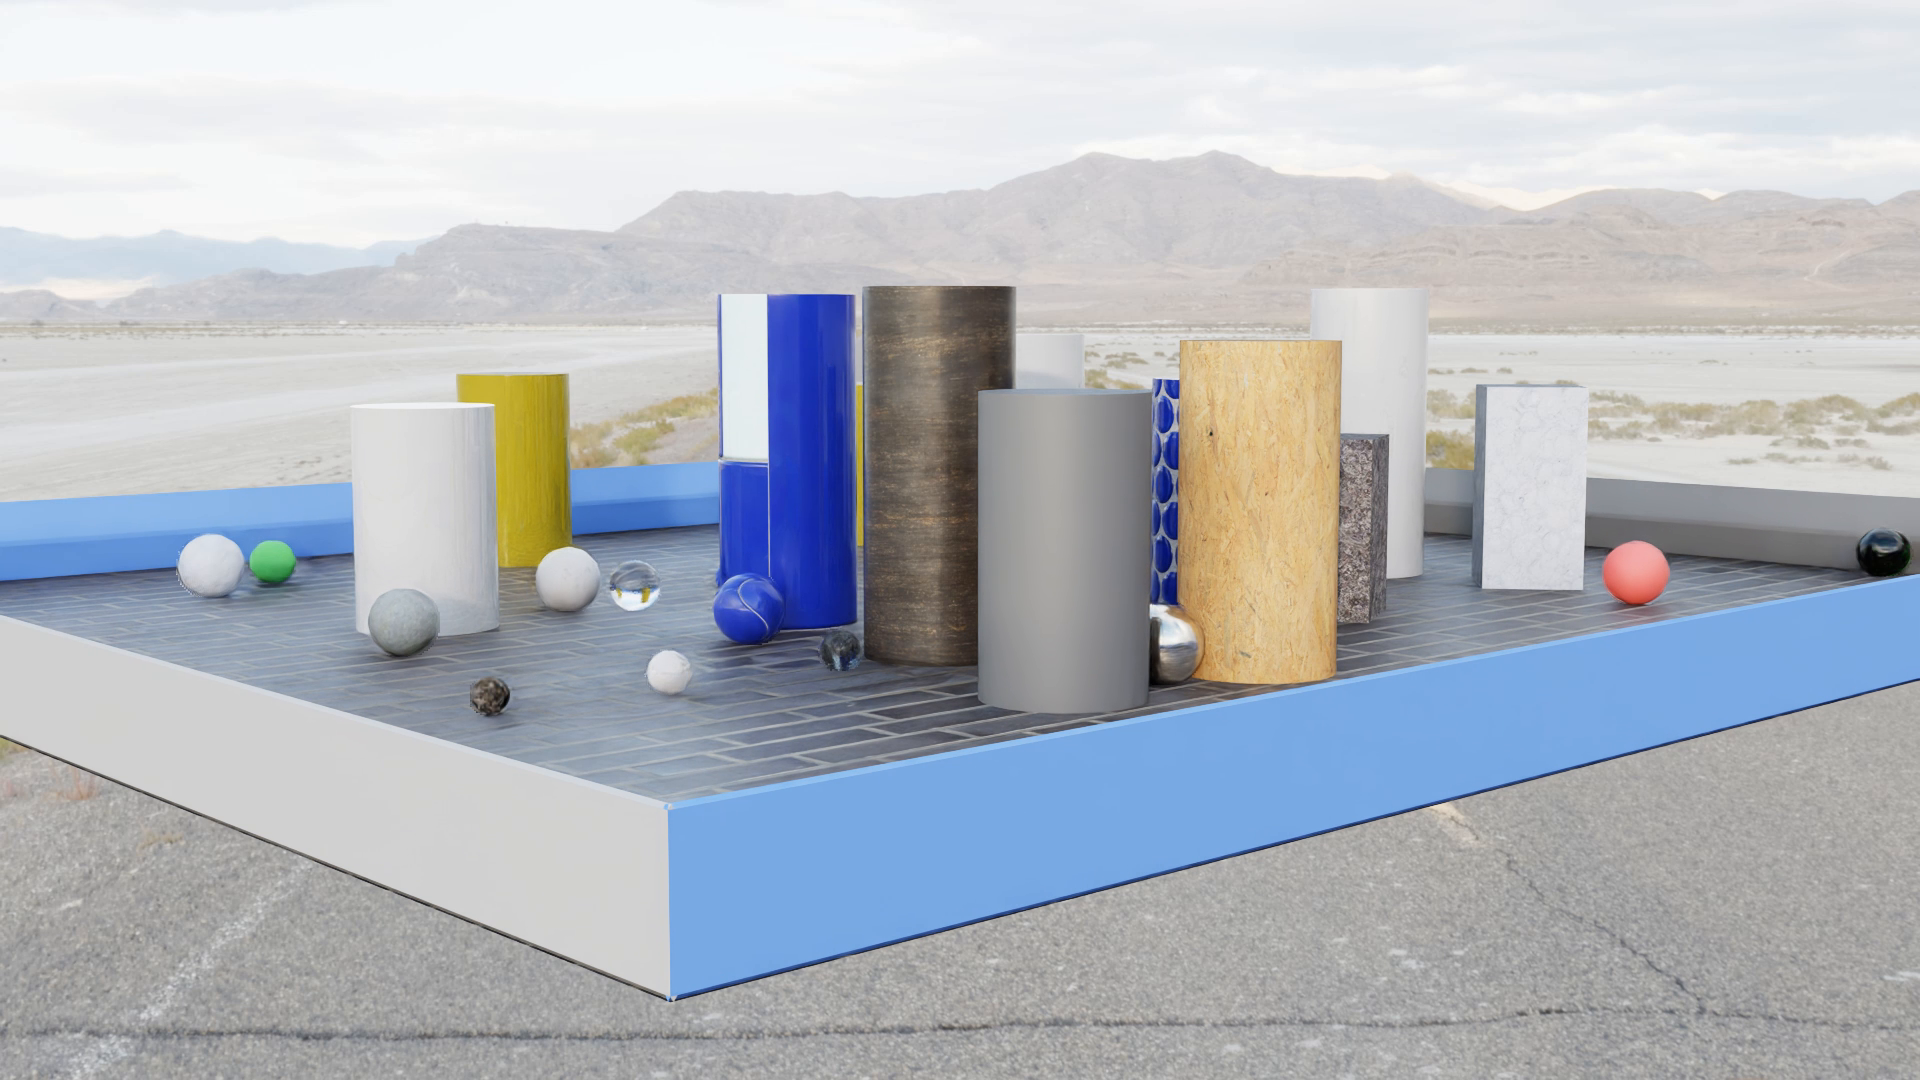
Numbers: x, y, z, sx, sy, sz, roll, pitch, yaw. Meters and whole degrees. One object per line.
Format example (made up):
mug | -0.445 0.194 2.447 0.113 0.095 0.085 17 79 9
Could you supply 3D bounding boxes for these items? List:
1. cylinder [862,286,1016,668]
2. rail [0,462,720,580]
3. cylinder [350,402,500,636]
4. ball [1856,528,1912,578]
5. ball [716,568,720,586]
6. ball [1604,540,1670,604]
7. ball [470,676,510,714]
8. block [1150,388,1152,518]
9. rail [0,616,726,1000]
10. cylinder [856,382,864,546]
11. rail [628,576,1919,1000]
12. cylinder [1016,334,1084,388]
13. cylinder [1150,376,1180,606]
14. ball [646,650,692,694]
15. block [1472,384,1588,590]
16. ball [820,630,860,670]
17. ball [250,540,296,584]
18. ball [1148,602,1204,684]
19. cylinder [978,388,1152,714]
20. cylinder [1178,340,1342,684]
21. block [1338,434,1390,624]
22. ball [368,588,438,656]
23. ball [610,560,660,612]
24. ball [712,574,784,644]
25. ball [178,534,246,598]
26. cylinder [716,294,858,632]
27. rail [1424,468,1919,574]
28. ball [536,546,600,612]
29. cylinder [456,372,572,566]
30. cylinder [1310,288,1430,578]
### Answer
cylinder | -0.026 -0.087 2.826 0.197 0.474 0.197 0 6 0
rail | -0.860 -0.064 4.259 2.892 0.128 0.045 -5 8 -42
cylinder | -0.750 -0.033 3.088 0.197 0.312 0.197 0 6 0
ball | 1.541 0.021 3.670 0.084 0.084 0.084 0 6 0
ball | -0.366 0.060 3.490 0.045 0.045 0.045 0 6 0
ball | 1.026 0.050 3.338 0.097 0.097 0.097 0 6 0
ball | -0.519 0.172 2.431 0.042 0.042 0.042 0 6 0
block | 0.322 -0.107 3.838 0.158 0.305 0.158 -4 7 -33
rail | -1.045 0.134 2.373 0.045 0.128 2.583 -5 8 -42
cylinder | -0.166 -0.151 4.256 0.197 0.304 0.197 0 6 0
rail | 0.860 0.130 2.405 2.892 0.128 0.045 -5 8 -42
cylinder | 0.103 -0.130 3.563 0.197 0.407 0.197 0 6 0
cylinder | 0.360 -0.044 3.001 0.197 0.353 0.197 0 6 0
ball | -0.338 0.154 2.554 0.052 0.052 0.052 0 6 0
block | 0.926 -0.090 3.584 0.158 0.323 0.158 1 6 7
ball | -0.148 0.136 2.728 0.051 0.051 0.051 0 6 0
ball | -1.122 0.036 3.590 0.071 0.071 0.071 0 6 0
ball | 0.242 0.124 2.624 0.097 0.097 0.097 0 6 0
cylinder | 0.119 0.007 2.517 0.197 0.353 0.197 0 6 0
cylinder | 0.367 -0.041 2.707 0.197 0.408 0.197 0 6 0
block | 0.536 -0.022 3.227 0.158 0.262 0.158 2 6 20
ball | -0.720 0.106 2.843 0.088 0.088 0.088 0 6 0
ball | -0.483 0.068 3.264 0.075 0.075 0.075 0 6 0
ball | -0.283 0.092 2.938 0.095 0.095 0.095 0 6 0
ball | -1.163 0.040 3.419 0.098 0.098 0.098 0 6 0
cylinder | -0.245 -0.115 3.134 0.197 0.466 0.197 0 6 0
rail | 1.045 -0.067 4.291 0.045 0.128 2.583 -5 8 -42
ball | -0.581 0.058 3.262 0.096 0.096 0.096 0 6 0
cylinder | -0.791 -0.129 3.907 0.197 0.333 0.197 0 6 0
cylinder | 0.691 -0.185 3.734 0.197 0.480 0.197 0 6 0
